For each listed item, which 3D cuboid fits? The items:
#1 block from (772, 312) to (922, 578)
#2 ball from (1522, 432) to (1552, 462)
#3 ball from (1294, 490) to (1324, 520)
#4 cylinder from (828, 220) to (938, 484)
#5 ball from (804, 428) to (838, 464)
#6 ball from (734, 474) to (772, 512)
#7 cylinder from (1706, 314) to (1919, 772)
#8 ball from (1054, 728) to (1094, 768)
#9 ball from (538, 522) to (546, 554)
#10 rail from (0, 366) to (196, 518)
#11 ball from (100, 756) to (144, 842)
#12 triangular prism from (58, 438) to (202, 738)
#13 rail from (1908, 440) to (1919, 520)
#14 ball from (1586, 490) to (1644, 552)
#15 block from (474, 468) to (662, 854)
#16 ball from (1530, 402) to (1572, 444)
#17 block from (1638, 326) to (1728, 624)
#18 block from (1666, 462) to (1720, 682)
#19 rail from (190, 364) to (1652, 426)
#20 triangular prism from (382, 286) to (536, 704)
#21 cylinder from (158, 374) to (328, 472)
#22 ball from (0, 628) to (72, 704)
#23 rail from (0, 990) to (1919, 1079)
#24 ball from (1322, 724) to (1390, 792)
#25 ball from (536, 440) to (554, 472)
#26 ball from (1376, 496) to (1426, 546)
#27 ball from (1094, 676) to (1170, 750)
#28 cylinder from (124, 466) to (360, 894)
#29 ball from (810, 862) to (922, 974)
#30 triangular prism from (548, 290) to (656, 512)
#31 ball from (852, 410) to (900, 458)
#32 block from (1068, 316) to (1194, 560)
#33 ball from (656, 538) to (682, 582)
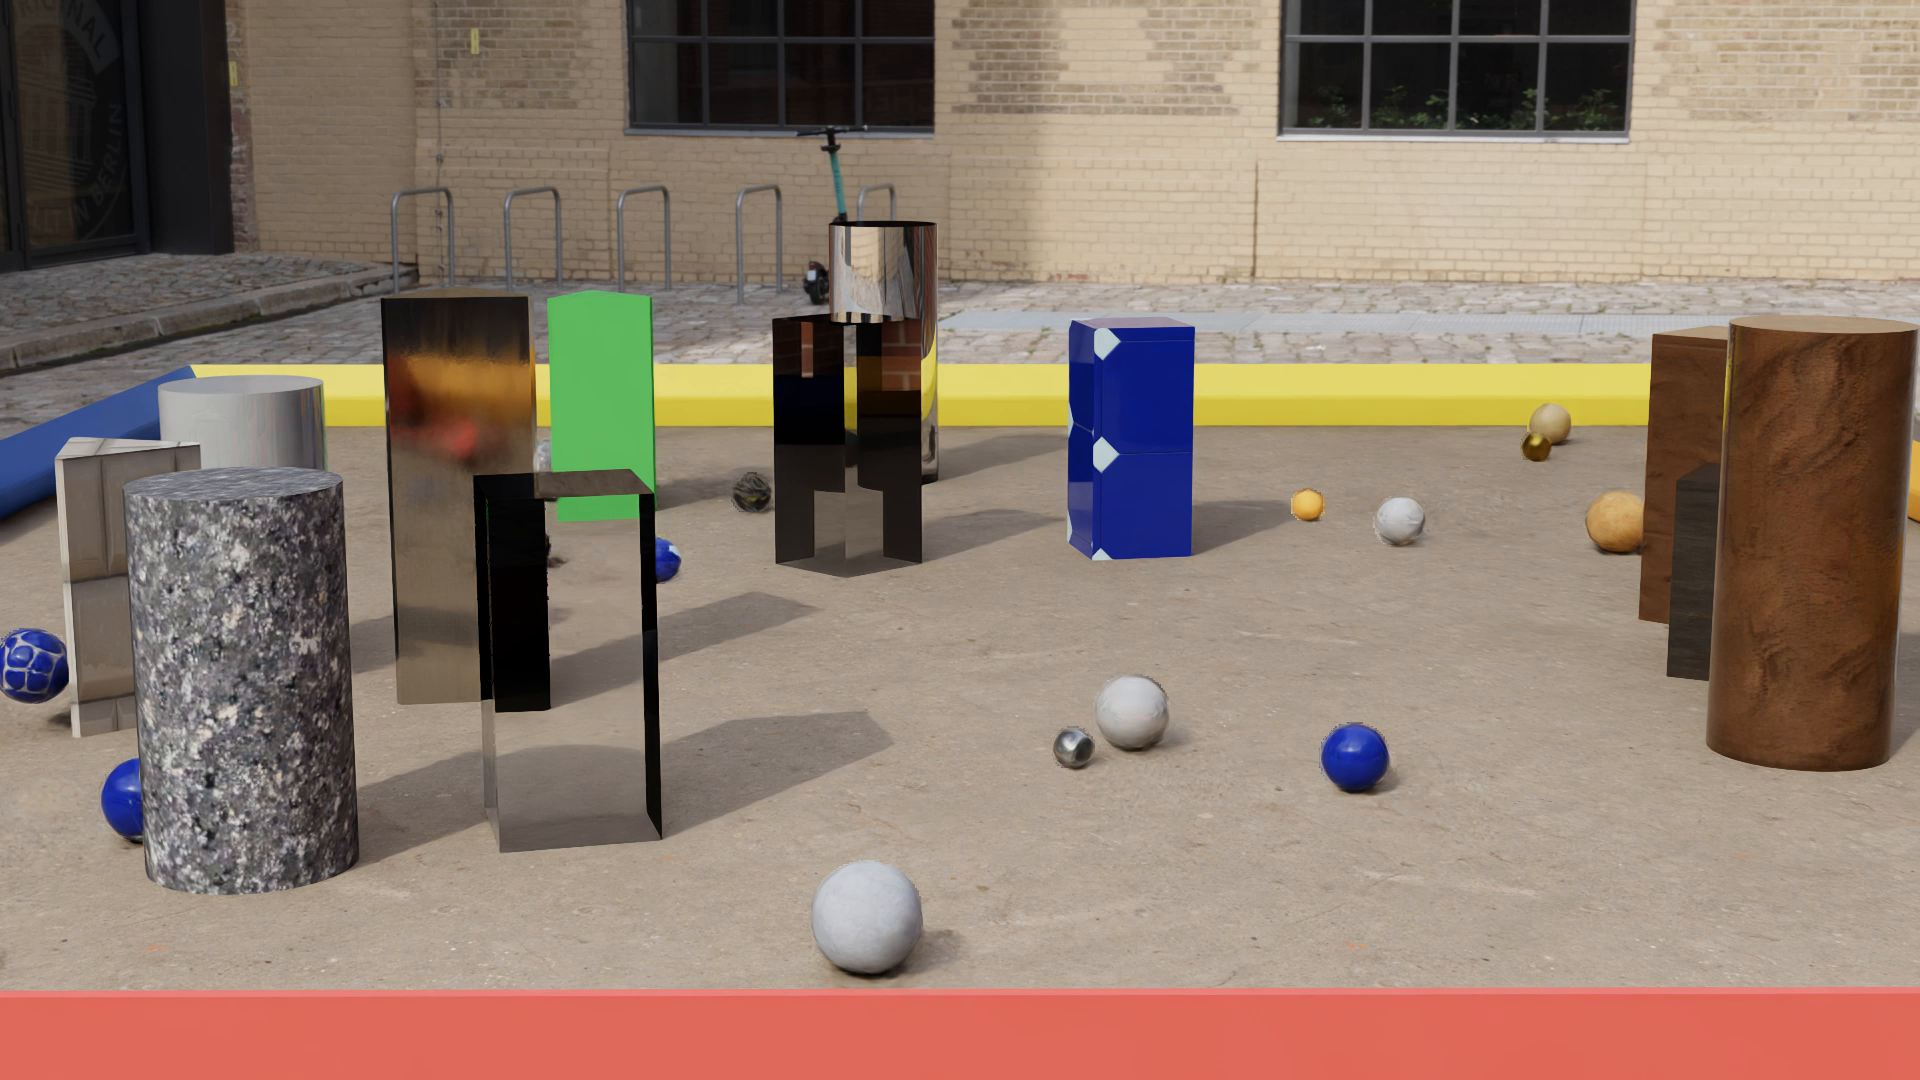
[{"bbox_3d":[-0.164,-0.143,3.742,0.152,0.361,0.152,10,15,44],"label":"block"},{"bbox_3d":[1.066,-0.172,4.741,0.053,0.053,0.053,0,11,0],"label":"ball"},{"bbox_3d":[0.561,-0.056,4.131,0.048,0.048,0.048,0,11,0],"label":"ball"},{"bbox_3d":[-0.134,-0.329,4.501,0.190,0.449,0.190,0,11,0],"label":"cylinder"},{"bbox_3d":[-0.256,-0.174,4.721,0.065,0.065,0.065,0,11,0],"label":"ball"},{"bbox_3d":[-0.341,-0.076,4.204,0.062,0.062,0.062,0,11,0],"label":"ball"},{"bbox_3d":[0.901,-0.001,2.720,0.190,0.457,0.190,0,11,0],"label":"cylinder"},{"bbox_3d":[0.118,0.217,2.682,0.042,0.042,0.042,0,11,0],"label":"ball"},{"bbox_3d":[-0.645,-0.001,3.792,0.065,0.065,0.065,0,11,0],"label":"ball"},{"bbox_3d":[-1.523,0.033,3.441,0.045,0.124,3.561,0,11,0],"label":"rail"},{"bbox_3d":[-0.771,0.245,2.428,0.081,0.081,0.081,0,11,0],"label":"ball"},{"bbox_3d":[-0.954,0.045,2.882,0.165,0.308,0.143,-10,14,-42],"label":"triangular prism"},{"bbox_3d":[1.523,0.030,3.458,0.045,0.124,3.561,0,11,0],"label":"rail"},{"bbox_3d":[0.989,-0.028,3.856,0.094,0.094,0.094,0,11,0],"label":"ball"},{"bbox_3d":[-0.376,0.111,2.455,0.152,0.334,0.152,-3,11,-15],"label":"block"},{"bbox_3d":[1.138,-0.224,4.944,0.081,0.081,0.081,0,11,0],"label":"ball"},{"bbox_3d":[1.006,-0.081,3.364,0.152,0.379,0.152,10,15,44],"label":"block"},{"bbox_3d":[0.952,0.041,3.090,0.152,0.239,0.152,6,12,28],"label":"block"},{"bbox_3d":[-0.010,-0.290,5.177,3.093,0.124,0.045,0,11,0],"label":"rail"},{"bbox_3d":[-0.576,-0.056,2.989,0.165,0.467,0.143,-2,11,-9],"label":"triangular prism"},{"bbox_3d":[-0.852,-0.012,3.073,0.190,0.350,0.190,0,11,0],"label":"cylinder"},{"bbox_3d":[-1.020,0.139,2.821,0.083,0.083,0.083,0,11,0],"label":"ball"},{"bbox_3d":[0.010,0.353,1.722,3.093,0.124,0.045,0,11,0],"label":"rail"},{"bbox_3d":[0.400,0.220,2.595,0.068,0.068,0.068,0,11,0],"label":"ball"},{"bbox_3d":[-0.701,-0.122,4.358,0.095,0.095,0.095,0,11,0],"label":"ball"},{"bbox_3d":[0.672,-0.029,3.915,0.075,0.075,0.075,0,11,0],"label":"ball"},{"bbox_3d":[0.185,0.185,2.752,0.080,0.080,0.080,0,11,0],"label":"ball"},{"bbox_3d":[-0.652,0.123,2.335,0.190,0.354,0.190,0,11,0],"label":"cylinder"},{"bbox_3d":[-0.075,0.306,2.074,0.090,0.090,0.090,0,11,0],"label":"ball"},{"bbox_3d":[-0.597,-0.229,4.231,0.165,0.353,0.143,-3,11,-14],"label":"triangular prism"},{"bbox_3d":[-0.157,-0.199,4.787,0.089,0.089,0.089,0,11,0],"label":"ball"},{"bbox_3d":[0.255,-0.155,3.858,0.152,0.344,0.152,-2,11,-12],"label":"block"},{"bbox_3d":[-0.427,0.029,3.636,0.063,0.063,0.063,0,11,0],"label":"ball"}]
